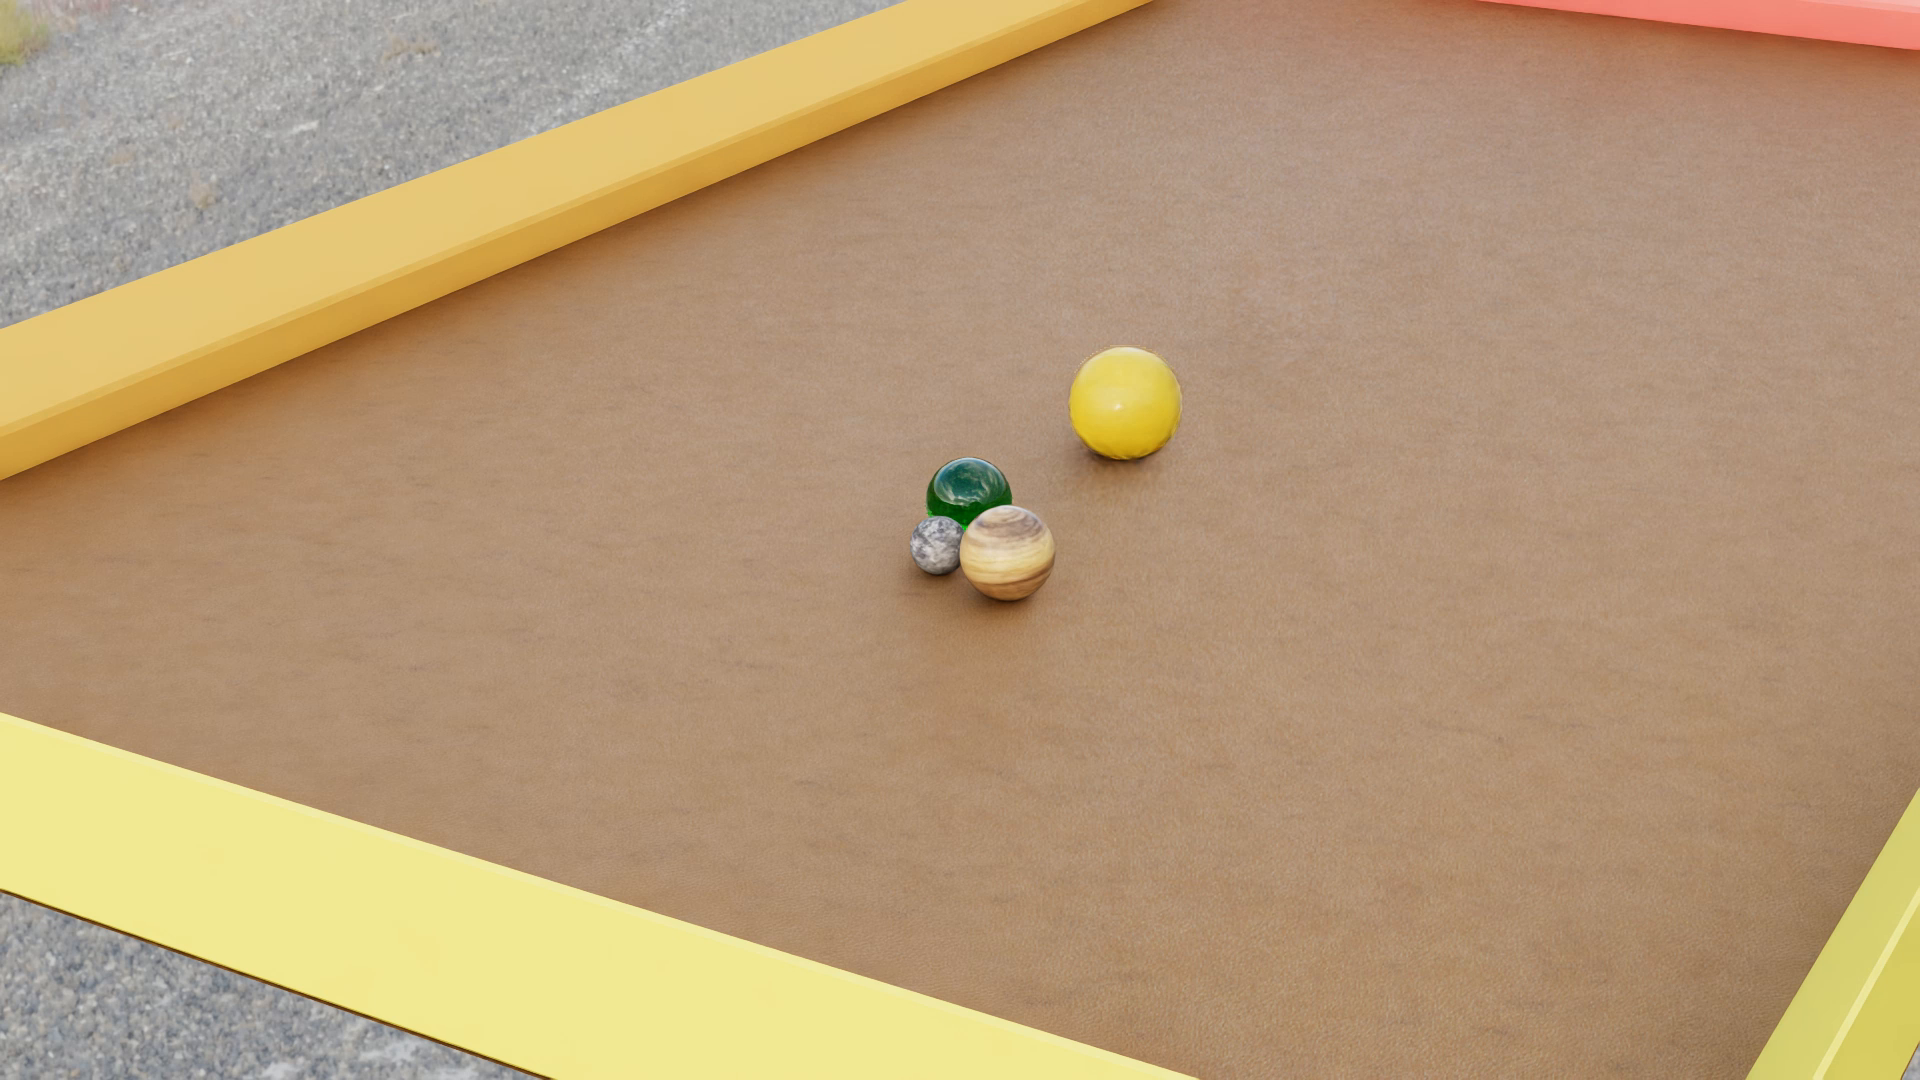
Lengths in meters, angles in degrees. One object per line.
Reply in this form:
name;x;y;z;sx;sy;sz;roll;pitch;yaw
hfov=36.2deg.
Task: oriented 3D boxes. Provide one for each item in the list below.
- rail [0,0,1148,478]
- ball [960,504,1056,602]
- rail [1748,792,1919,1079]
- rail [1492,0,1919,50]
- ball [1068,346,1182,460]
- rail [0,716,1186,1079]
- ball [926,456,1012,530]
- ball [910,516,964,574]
rail;-0.279;-0.376;2.860;0.045;0.112;2.597;12;26;27
ball;0.032;0.009;1.998;0.065;0.065;0.065;0;23;0
rail;0.927;-0.109;2.218;0.045;0.112;2.597;12;26;27
rail;0.961;-0.667;3.559;1.439;0.112;0.045;12;26;27
ball;0.126;-0.104;2.242;0.086;0.086;0.086;0;23;0
rail;-0.312;0.181;1.520;1.439;0.112;0.045;12;26;27
ball;0.006;-0.028;2.092;0.062;0.062;0.062;0;23;0
ball;-0.014;0.004;2.042;0.041;0.041;0.041;0;23;0
